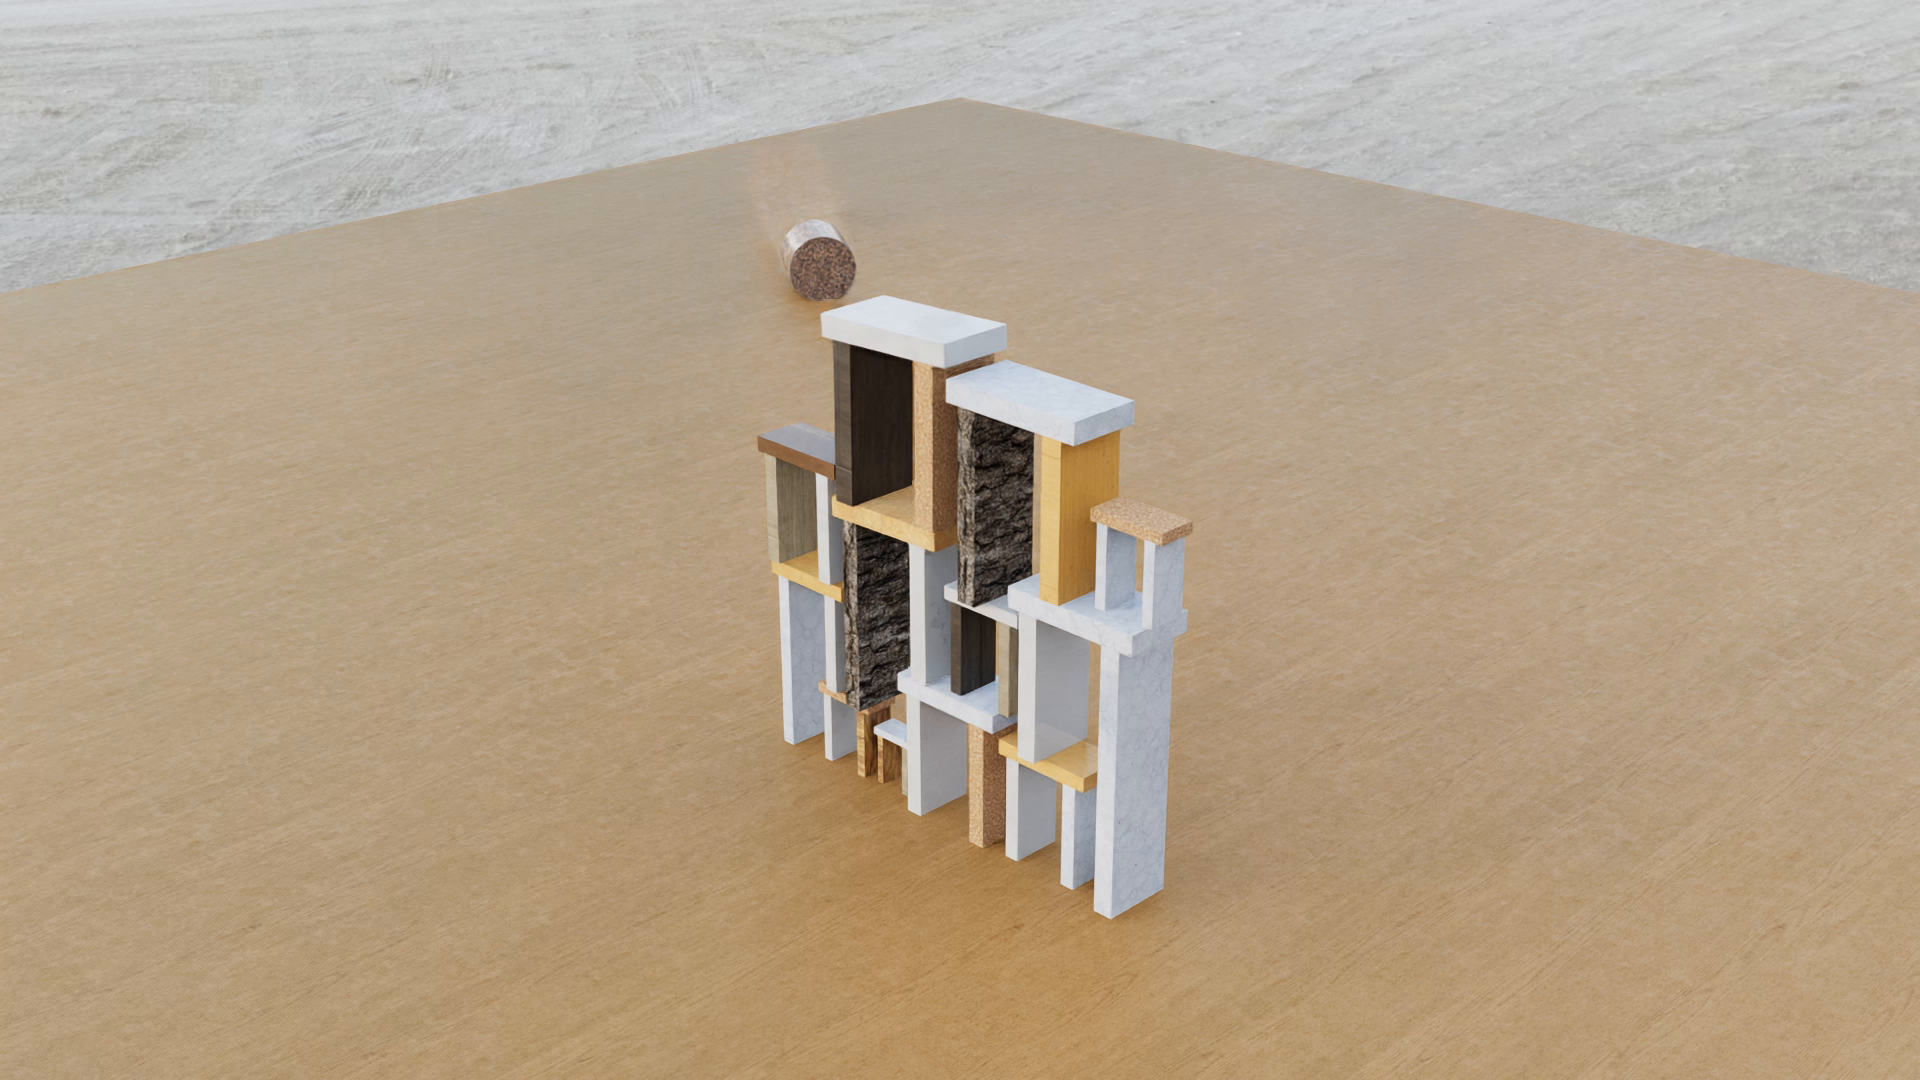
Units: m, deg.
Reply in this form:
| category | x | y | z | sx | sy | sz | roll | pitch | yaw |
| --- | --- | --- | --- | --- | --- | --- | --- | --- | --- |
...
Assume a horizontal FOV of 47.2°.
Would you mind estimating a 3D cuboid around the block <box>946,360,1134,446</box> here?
| category | x | y | z | sx | sy | sz | roll | pitch | yaw |
| --- | --- | --- | --- | --- | --- | --- | --- | --- | --- |
| block | 0.142 | -0.250 | 3.960 | 0.316 | 0.045 | 0.158 | 22 | 31 | 40 |

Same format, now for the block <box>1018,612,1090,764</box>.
| category | x | y | z | sx | sy | sz | roll | pitch | yaw |
| --- | --- | --- | --- | --- | --- | --- | --- | --- | --- |
| block | 0.177 | 0.256 | 4.133 | 0.043 | 0.301 | 0.151 | 21 | 31 | 41 |

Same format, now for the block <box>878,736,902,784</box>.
| category | x | y | z | sx | sy | sz | roll | pitch | yaw |
| --- | --- | --- | --- | --- | --- | --- | --- | --- | --- |
| block | -0.146 | 0.447 | 4.569 | 0.015 | 0.109 | 0.054 | 21 | 31 | 41 |

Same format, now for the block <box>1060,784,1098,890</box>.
| category | x | y | z | sx | sy | sz | roll | pitch | yaw |
| --- | --- | --- | --- | --- | --- | --- | --- | --- | --- |
| block | 0.242 | 0.547 | 4.192 | 0.031 | 0.219 | 0.109 | 21 | 31 | 41 |

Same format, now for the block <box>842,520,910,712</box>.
| category | x | y | z | sx | sy | sz | roll | pitch | yaw |
| --- | --- | --- | --- | --- | --- | --- | --- | --- | --- |
| block | -0.168 | 0.134 | 4.466 | 0.041 | 0.415 | 0.144 | 22 | 31 | 41 |

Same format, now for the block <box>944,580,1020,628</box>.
| category | x | y | z | sx | sy | sz | roll | pitch | yaw |
| --- | --- | --- | --- | --- | --- | --- | --- | --- | --- |
| block | 0.072 | 0.113 | 4.192 | 0.193 | 0.027 | 0.096 | 21 | 31 | 41 |

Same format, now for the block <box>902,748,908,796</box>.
| category | x | y | z | sx | sy | sz | roll | pitch | yaw |
| --- | --- | --- | --- | --- | --- | --- | --- | --- | --- |
| block | -0.094 | 0.467 | 4.521 | 0.015 | 0.109 | 0.054 | 21 | 31 | 41 |

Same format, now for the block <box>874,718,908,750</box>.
| category | x | y | z | sx | sy | sz | roll | pitch | yaw |
| --- | --- | --- | --- | --- | --- | --- | --- | --- | --- |
| block | -0.120 | 0.399 | 4.521 | 0.109 | 0.015 | 0.054 | 21 | 31 | 41 |

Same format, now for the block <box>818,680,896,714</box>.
| category | x | y | z | sx | sy | sz | roll | pitch | yaw |
| --- | --- | --- | --- | --- | --- | --- | --- | --- | --- |
| block | -0.215 | 0.318 | 4.592 | 0.076 | 0.022 | 0.153 | -21 | 31 | -40 |

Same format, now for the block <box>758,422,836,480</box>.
| category | x | y | z | sx | sy | sz | roll | pitch | yaw |
| --- | --- | --- | --- | --- | --- | --- | --- | --- | --- |
| block | -0.290 | -0.182 | 4.468 | 0.236 | 0.033 | 0.118 | 21 | 31 | 41 |

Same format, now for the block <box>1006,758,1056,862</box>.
| category | x | y | z | sx | sy | sz | roll | pitch | yaw |
| --- | --- | --- | --- | --- | --- | --- | --- | --- | --- |
| block | 0.139 | 0.506 | 4.287 | 0.031 | 0.219 | 0.109 | 21 | 31 | 41 |

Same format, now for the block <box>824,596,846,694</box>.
| category | x | y | z | sx | sy | sz | roll | pitch | yaw |
| --- | --- | --- | --- | --- | --- | --- | --- | --- | --- |
| block | -0.229 | 0.201 | 4.564 | 0.108 | 0.215 | 0.030 | -21 | 31 | -41 |

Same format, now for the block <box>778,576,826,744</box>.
| category | x | y | z | sx | sy | sz | roll | pitch | yaw |
| --- | --- | --- | --- | --- | --- | --- | --- | --- | --- |
| block | -0.330 | 0.242 | 4.692 | 0.030 | 0.390 | 0.108 | 21 | 31 | 41 |

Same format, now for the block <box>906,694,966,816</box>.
| category | x | y | z | sx | sy | sz | roll | pitch | yaw |
| --- | --- | --- | --- | --- | --- | --- | --- | --- | --- |
| block | -0.046 | 0.414 | 4.448 | 0.037 | 0.264 | 0.132 | 21 | 31 | 41 |

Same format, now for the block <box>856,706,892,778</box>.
| category | x | y | z | sx | sy | sz | roll | pitch | yaw |
| --- | --- | --- | --- | --- | --- | --- | --- | --- | --- |
| block | -0.179 | 0.412 | 4.593 | 0.022 | 0.153 | 0.076 | 21 | 31 | 41 |

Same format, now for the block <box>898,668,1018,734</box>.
| category | x | y | z | sx | sy | sz | roll | pitch | yaw |
| --- | --- | --- | --- | --- | --- | --- | --- | --- | --- |
| block | 0.016 | 0.300 | 4.331 | 0.132 | 0.037 | 0.264 | -22 | 31 | -40 |

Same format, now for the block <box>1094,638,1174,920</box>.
| category | x | y | z | sx | sy | sz | roll | pitch | yaw |
| --- | --- | --- | --- | --- | --- | --- | --- | --- | --- |
| block | 0.319 | 0.426 | 4.051 | 0.043 | 0.551 | 0.151 | 21 | 31 | 41 |

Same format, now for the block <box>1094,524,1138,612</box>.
| category | x | y | z | sx | sy | sz | roll | pitch | yaw |
| --- | --- | --- | --- | --- | --- | --- | --- | --- | --- |
| block | 0.280 | 0.037 | 3.940 | 0.023 | 0.166 | 0.083 | 21 | 31 | 41 |

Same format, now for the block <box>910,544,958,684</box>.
| category | x | y | z | sx | sy | sz | roll | pitch | yaw |
| --- | --- | --- | --- | --- | --- | --- | --- | --- | --- |
| block | -0.031 | 0.125 | 4.312 | 0.041 | 0.289 | 0.144 | 21 | 31 | 40 |

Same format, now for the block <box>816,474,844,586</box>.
| category | x | y | z | sx | sy | sz | roll | pitch | yaw |
| --- | --- | --- | --- | --- | --- | --- | --- | --- | --- |
| block | -0.234 | -0.037 | 4.469 | 0.033 | 0.236 | 0.118 | 21 | 31 | 41 |

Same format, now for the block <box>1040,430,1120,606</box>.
| category | x | y | z | sx | sy | sz | roll | pitch | yaw |
| --- | --- | --- | --- | --- | --- | --- | --- | --- | --- |
| block | 0.216 | -0.054 | 3.963 | 0.045 | 0.316 | 0.158 | 21 | 31 | 41 |

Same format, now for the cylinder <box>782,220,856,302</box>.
| category | x | y | z | sx | sy | sz | roll | pitch | yaw |
| --- | --- | --- | --- | --- | --- | --- | --- | --- | --- |
| cylinder | -0.503 | -0.991 | 7.796 | 0.235 | 0.235 | 0.235 | -4 | 23 | -10 |

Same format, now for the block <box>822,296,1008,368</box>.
| category | x | y | z | sx | sy | sz | roll | pitch | yaw |
| --- | --- | --- | --- | --- | --- | --- | --- | --- | --- |
| block | -0.089 | -0.395 | 4.151 | 0.331 | 0.047 | 0.166 | 18 | 29 | 41 |

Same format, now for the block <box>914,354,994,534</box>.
| category | x | y | z | sx | sy | sz | roll | pitch | yaw |
| --- | --- | --- | --- | --- | --- | --- | --- | --- | --- |
| block | -0.010 | -0.194 | 4.152 | 0.047 | 0.331 | 0.166 | 21 | 31 | 40 |

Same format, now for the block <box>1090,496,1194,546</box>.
| category | x | y | z | sx | sy | sz | roll | pitch | yaw |
| --- | --- | --- | --- | --- | --- | --- | --- | --- | --- |
| block | 0.319 | -0.034 | 3.867 | 0.166 | 0.023 | 0.083 | 21 | 31 | 41 |

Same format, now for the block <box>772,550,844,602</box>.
| category | x | y | z | sx | sy | sz | roll | pitch | yaw |
| --- | --- | --- | --- | --- | --- | --- | --- | --- | --- |
| block | -0.279 | 0.068 | 4.563 | 0.215 | 0.030 | 0.108 | 21 | 31 | 41 |

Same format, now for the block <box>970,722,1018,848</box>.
| category | x | y | z | sx | sy | sz | roll | pitch | yaw |
| --- | --- | --- | --- | --- | --- | --- | --- | --- | --- |
| block | 0.078 | 0.462 | 4.333 | 0.132 | 0.264 | 0.037 | -22 | 31 | -40 |

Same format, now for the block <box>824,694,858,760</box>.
| category | x | y | z | sx | sy | sz | roll | pitch | yaw |
| --- | --- | --- | --- | --- | --- | --- | --- | --- | --- |
| block | -0.251 | 0.384 | 4.659 | 0.022 | 0.153 | 0.076 | 21 | 31 | 41 |

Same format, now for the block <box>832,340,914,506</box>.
| category | x | y | z | sx | sy | sz | roll | pitch | yaw |
| --- | --- | --- | --- | --- | --- | --- | --- | --- | --- |
| block | -0.168 | -0.246 | 4.298 | 0.047 | 0.331 | 0.166 | 21 | 31 | 40 |

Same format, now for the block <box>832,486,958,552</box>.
| category | x | y | z | sx | sy | sz | roll | pitch | yaw |
| --- | --- | --- | --- | --- | --- | --- | --- | --- | --- |
| block | -0.101 | -0.051 | 4.310 | 0.289 | 0.041 | 0.144 | 19 | 30 | 41 |

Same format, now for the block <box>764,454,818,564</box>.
| category | x | y | z | sx | sy | sz | roll | pitch | yaw |
| --- | --- | --- | --- | --- | --- | --- | --- | --- | --- |
| block | -0.346 | -0.080 | 4.572 | 0.033 | 0.236 | 0.118 | 21 | 31 | 41 |

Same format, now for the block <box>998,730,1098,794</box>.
| category | x | y | z | sx | sy | sz | roll | pitch | yaw |
| --- | --- | --- | --- | --- | --- | --- | --- | --- | --- |
| block | 0.191 | 0.412 | 4.191 | 0.219 | 0.031 | 0.109 | 21 | 31 | 41 |

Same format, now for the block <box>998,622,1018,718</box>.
| category | x | y | z | sx | sy | sz | roll | pitch | yaw |
| --- | --- | --- | --- | --- | --- | --- | --- | --- | --- |
| block | 0.117 | 0.233 | 4.192 | 0.096 | 0.193 | 0.027 | -21 | 30 | -40 |

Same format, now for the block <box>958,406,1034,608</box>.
| category | x | y | z | sx | sy | sz | roll | pitch | yaw |
| --- | --- | --- | --- | --- | --- | --- | --- | --- | --- |
| block | 0.067 | -0.080 | 4.113 | 0.045 | 0.389 | 0.158 | 21 | 31 | 40 |

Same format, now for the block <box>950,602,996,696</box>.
| category | x | y | z | sx | sy | sz | roll | pitch | yaw |
| --- | --- | --- | --- | --- | --- | --- | --- | --- | --- |
| block | 0.026 | 0.198 | 4.275 | 0.096 | 0.193 | 0.027 | -21 | 31 | -41 |

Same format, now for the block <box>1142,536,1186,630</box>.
| category | x | y | z | sx | sy | sz | roll | pitch | yaw |
| --- | --- | --- | --- | --- | --- | --- | --- | --- | --- |
| block | 0.358 | 0.068 | 3.868 | 0.023 | 0.166 | 0.083 | 21 | 31 | 41 |

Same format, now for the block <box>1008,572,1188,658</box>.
| category | x | y | z | sx | sy | sz | roll | pitch | yaw |
| --- | --- | --- | --- | --- | --- | --- | --- | --- | --- |
| block | 0.248 | 0.125 | 4.001 | 0.301 | 0.043 | 0.151 | 21 | 31 | 41 |
